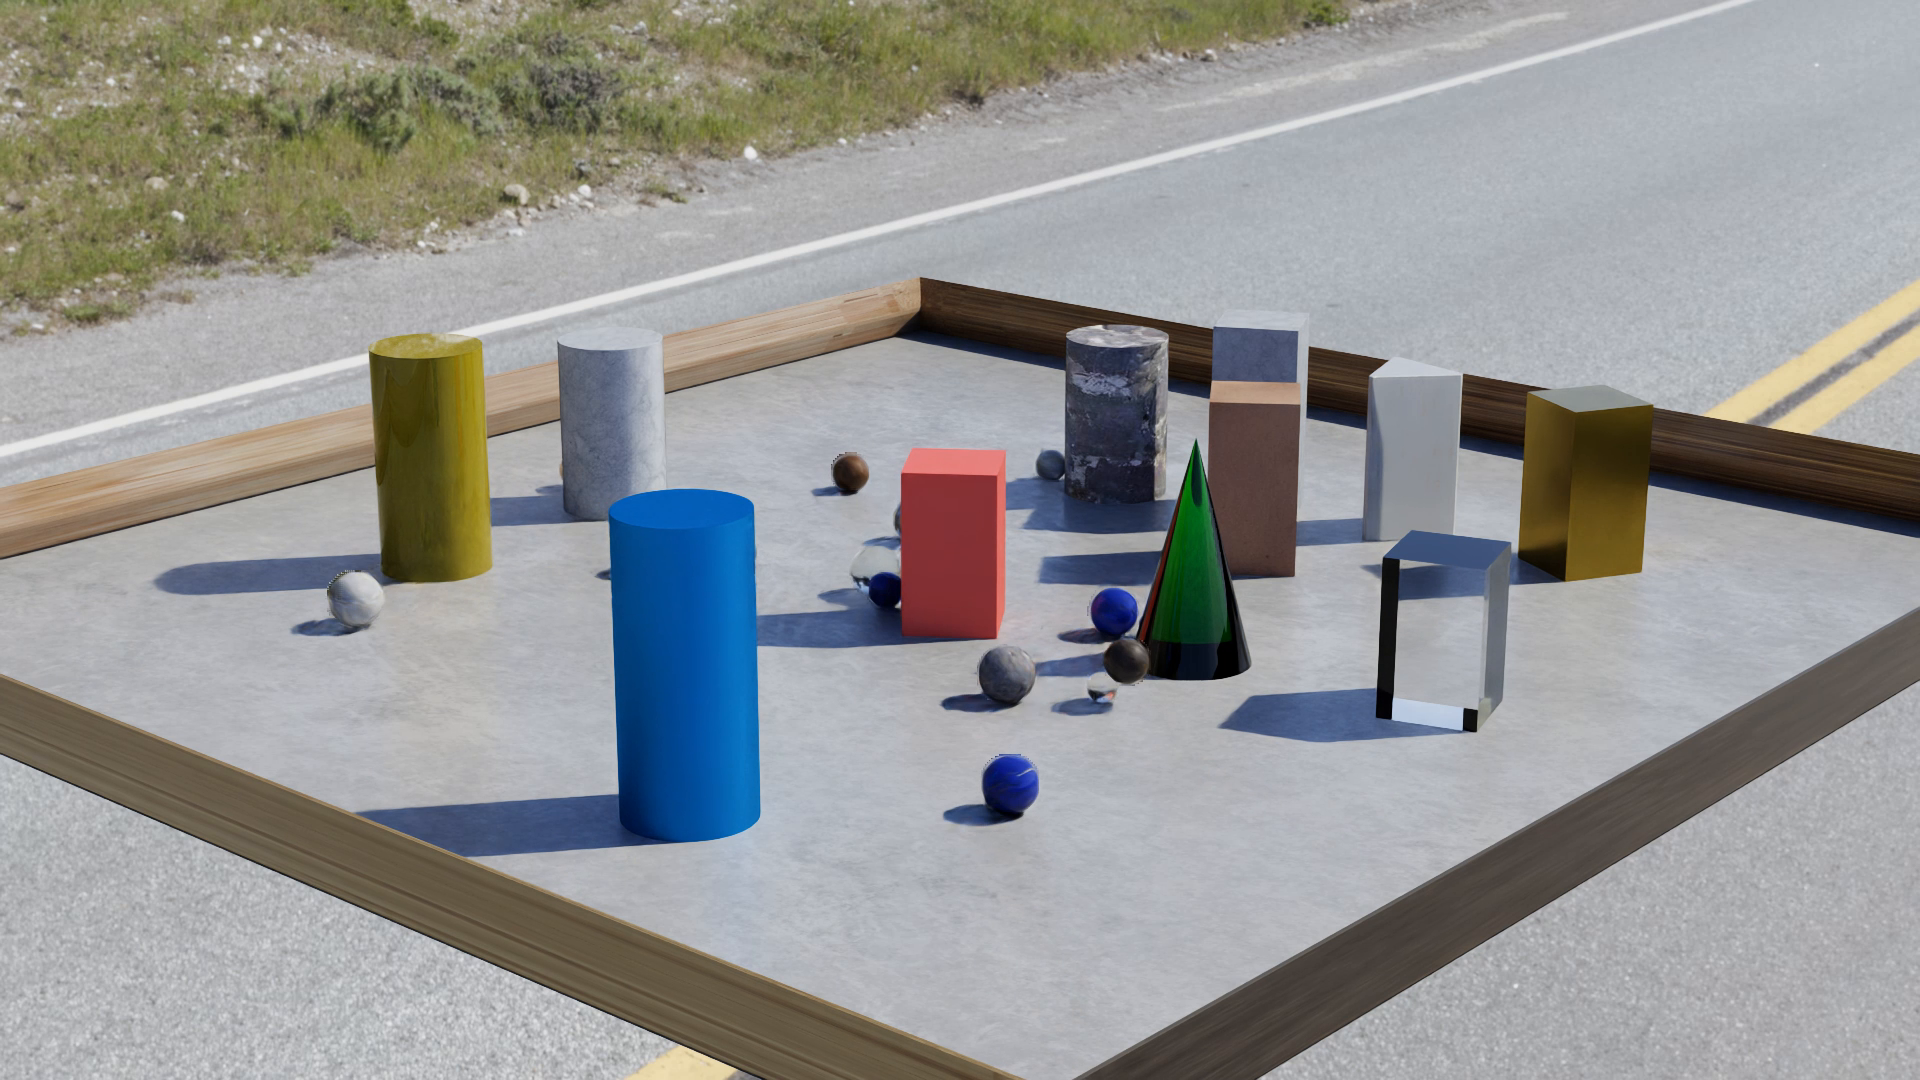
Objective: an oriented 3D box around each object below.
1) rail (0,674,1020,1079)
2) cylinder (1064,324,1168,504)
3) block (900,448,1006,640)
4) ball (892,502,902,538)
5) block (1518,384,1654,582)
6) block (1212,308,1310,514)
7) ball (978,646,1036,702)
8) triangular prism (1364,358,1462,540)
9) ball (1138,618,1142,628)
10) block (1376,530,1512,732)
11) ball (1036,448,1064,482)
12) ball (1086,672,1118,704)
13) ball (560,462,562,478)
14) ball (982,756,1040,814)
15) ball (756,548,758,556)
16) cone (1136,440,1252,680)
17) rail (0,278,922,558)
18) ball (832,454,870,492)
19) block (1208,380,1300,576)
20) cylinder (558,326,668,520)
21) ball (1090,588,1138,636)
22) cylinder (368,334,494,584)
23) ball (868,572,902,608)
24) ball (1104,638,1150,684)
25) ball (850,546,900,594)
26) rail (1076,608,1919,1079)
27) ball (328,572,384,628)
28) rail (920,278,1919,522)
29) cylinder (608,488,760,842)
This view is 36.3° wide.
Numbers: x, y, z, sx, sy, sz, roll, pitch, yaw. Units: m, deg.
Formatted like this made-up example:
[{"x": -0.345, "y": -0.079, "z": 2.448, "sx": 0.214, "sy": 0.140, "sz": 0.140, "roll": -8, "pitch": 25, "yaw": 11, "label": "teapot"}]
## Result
[{"x": -0.989, "y": 0.361, "z": 4.029, "sx": 2.920, "sy": 0.130, "sz": 0.045, "roll": 14, "pitch": 22, "yaw": 39, "label": "rail"}, {"x": 0.305, "y": -0.247, "z": 5.735, "sx": 0.200, "sy": 0.312, "sz": 0.200, "roll": 0, "pitch": 17, "yaw": 0, "label": "cylinder"}, {"x": -0.010, "y": 0.004, "z": 4.948, "sx": 0.160, "sy": 0.284, "sz": 0.160, "roll": 2, "pitch": 17, "yaw": 6, "label": "block"}, {"x": -0.082, "y": -0.038, "z": 5.432, "sx": 0.086, "sy": 0.086, "sz": 0.086, "roll": 0, "pitch": 17, "yaw": 0, "label": "ball"}, {"x": 1.121, "y": -0.104, "z": 5.262, "sx": 0.160, "sy": 0.311, "sz": 0.160, "roll": -6, "pitch": 18, "yaw": -20, "label": "block"}, {"x": 0.570, "y": -0.236, "z": 5.591, "sx": 0.160, "sy": 0.375, "sz": 0.160, "roll": 4, "pitch": 17, "yaw": 13, "label": "block"}, {"x": 0.074, "y": 0.211, "z": 4.601, "sx": 0.090, "sy": 0.090, "sz": 0.090, "roll": 0, "pitch": 17, "yaw": 0, "label": "ball"}, {"x": 0.828, "y": -0.173, "z": 5.490, "sx": 0.173, "sy": 0.313, "sz": 0.150, "roll": -2, "pitch": 17, "yaw": -6, "label": "triangular prism"}, {"x": 0.319, "y": 0.143, "z": 4.910, "sx": 0.042, "sy": 0.042, "sz": 0.042, "roll": 0, "pitch": 17, "yaw": 0, "label": "ball"}, {"x": 0.749, "y": 0.139, "z": 4.543, "sx": 0.160, "sy": 0.260, "sz": 0.160, "roll": 7, "pitch": 18, "yaw": 23, "label": "block"}, {"x": 0.182, "y": -0.150, "z": 5.842, "sx": 0.064, "sy": 0.064, "sz": 0.064, "roll": 0, "pitch": 17, "yaw": 0, "label": "ball"}, {"x": 0.223, "y": 0.231, "z": 4.602, "sx": 0.050, "sy": 0.050, "sz": 0.050, "roll": 0, "pitch": 17, "yaw": 0, "label": "ball"}, {"x": -0.753, "y": -0.138, "z": 5.785, "sx": 0.074, "sy": 0.074, "sz": 0.074, "roll": 0, "pitch": 17, "yaw": 0, "label": "ball"}, {"x": 0.072, "y": 0.348, "z": 4.157, "sx": 0.083, "sy": 0.083, "sz": 0.083, "roll": 0, "pitch": 17, "yaw": 0, "label": "ball"}, {"x": -0.387, "y": 0.022, "z": 5.313, "sx": 0.041, "sy": 0.041, "sz": 0.041, "roll": 0, "pitch": 17, "yaw": 0, "label": "ball"}, {"x": 0.378, "y": 0.016, "z": 4.746, "sx": 0.200, "sy": 0.379, "sz": 0.200, "roll": 0, "pitch": 17, "yaw": 0, "label": "cone"}, {"x": -1.085, "y": -0.239, "z": 6.021, "sx": 0.045, "sy": 0.130, "sz": 3.065, "roll": 14, "pitch": 22, "yaw": 39, "label": "rail"}, {"x": -0.214, "y": -0.131, "z": 5.767, "sx": 0.073, "sy": 0.073, "sz": 0.073, "roll": 0, "pitch": 17, "yaw": 0, "label": "ball"}, {"x": 0.527, "y": -0.111, "z": 5.276, "sx": 0.160, "sy": 0.317, "sz": 0.160, "roll": 2, "pitch": 17, "yaw": 6, "label": "block"}, {"x": -0.666, "y": -0.225, "z": 5.626, "sx": 0.200, "sy": 0.332, "sz": 0.200, "roll": 0, "pitch": 17, "yaw": 0, "label": "cylinder"}, {"x": 0.258, "y": 0.120, "z": 4.916, "sx": 0.082, "sy": 0.082, "sz": 0.082, "roll": 0, "pitch": 17, "yaw": 0, "label": "ball"}, {"x": -0.944, "y": -0.148, "z": 5.239, "sx": 0.200, "sy": 0.408, "sz": 0.200, "roll": 0, "pitch": 17, "yaw": 0, "label": "cylinder"}, {"x": -0.127, "y": 0.086, "z": 5.061, "sx": 0.063, "sy": 0.063, "sz": 0.063, "roll": 0, "pitch": 17, "yaw": 0, "label": "ball"}, {"x": 0.260, "y": 0.189, "z": 4.577, "sx": 0.072, "sy": 0.072, "sz": 0.072, "roll": 0, "pitch": 17, "yaw": 0, "label": "ball"}, {"x": -0.148, "y": 0.053, "z": 5.127, "sx": 0.088, "sy": 0.088, "sz": 0.088, "roll": 0, "pitch": 17, "yaw": 0, "label": "ball"}, {"x": 1.085, "y": 0.304, "z": 4.218, "sx": 0.045, "sy": 0.130, "sz": 3.065, "roll": 14, "pitch": 22, "yaw": 39, "label": "rail"}, {"x": -1.021, "y": 0.100, "z": 4.959, "sx": 0.094, "sy": 0.094, "sz": 0.094, "roll": 0, "pitch": 17, "yaw": 0, "label": "ball"}, {"x": 0.989, "y": -0.296, "z": 6.210, "sx": 2.920, "sy": 0.130, "sz": 0.045, "roll": 14, "pitch": 22, "yaw": 39, "label": "rail"}, {"x": -0.383, "y": 0.173, "z": 4.095, "sx": 0.200, "sy": 0.453, "sz": 0.200, "roll": 0, "pitch": 17, "yaw": 0, "label": "cylinder"}]
